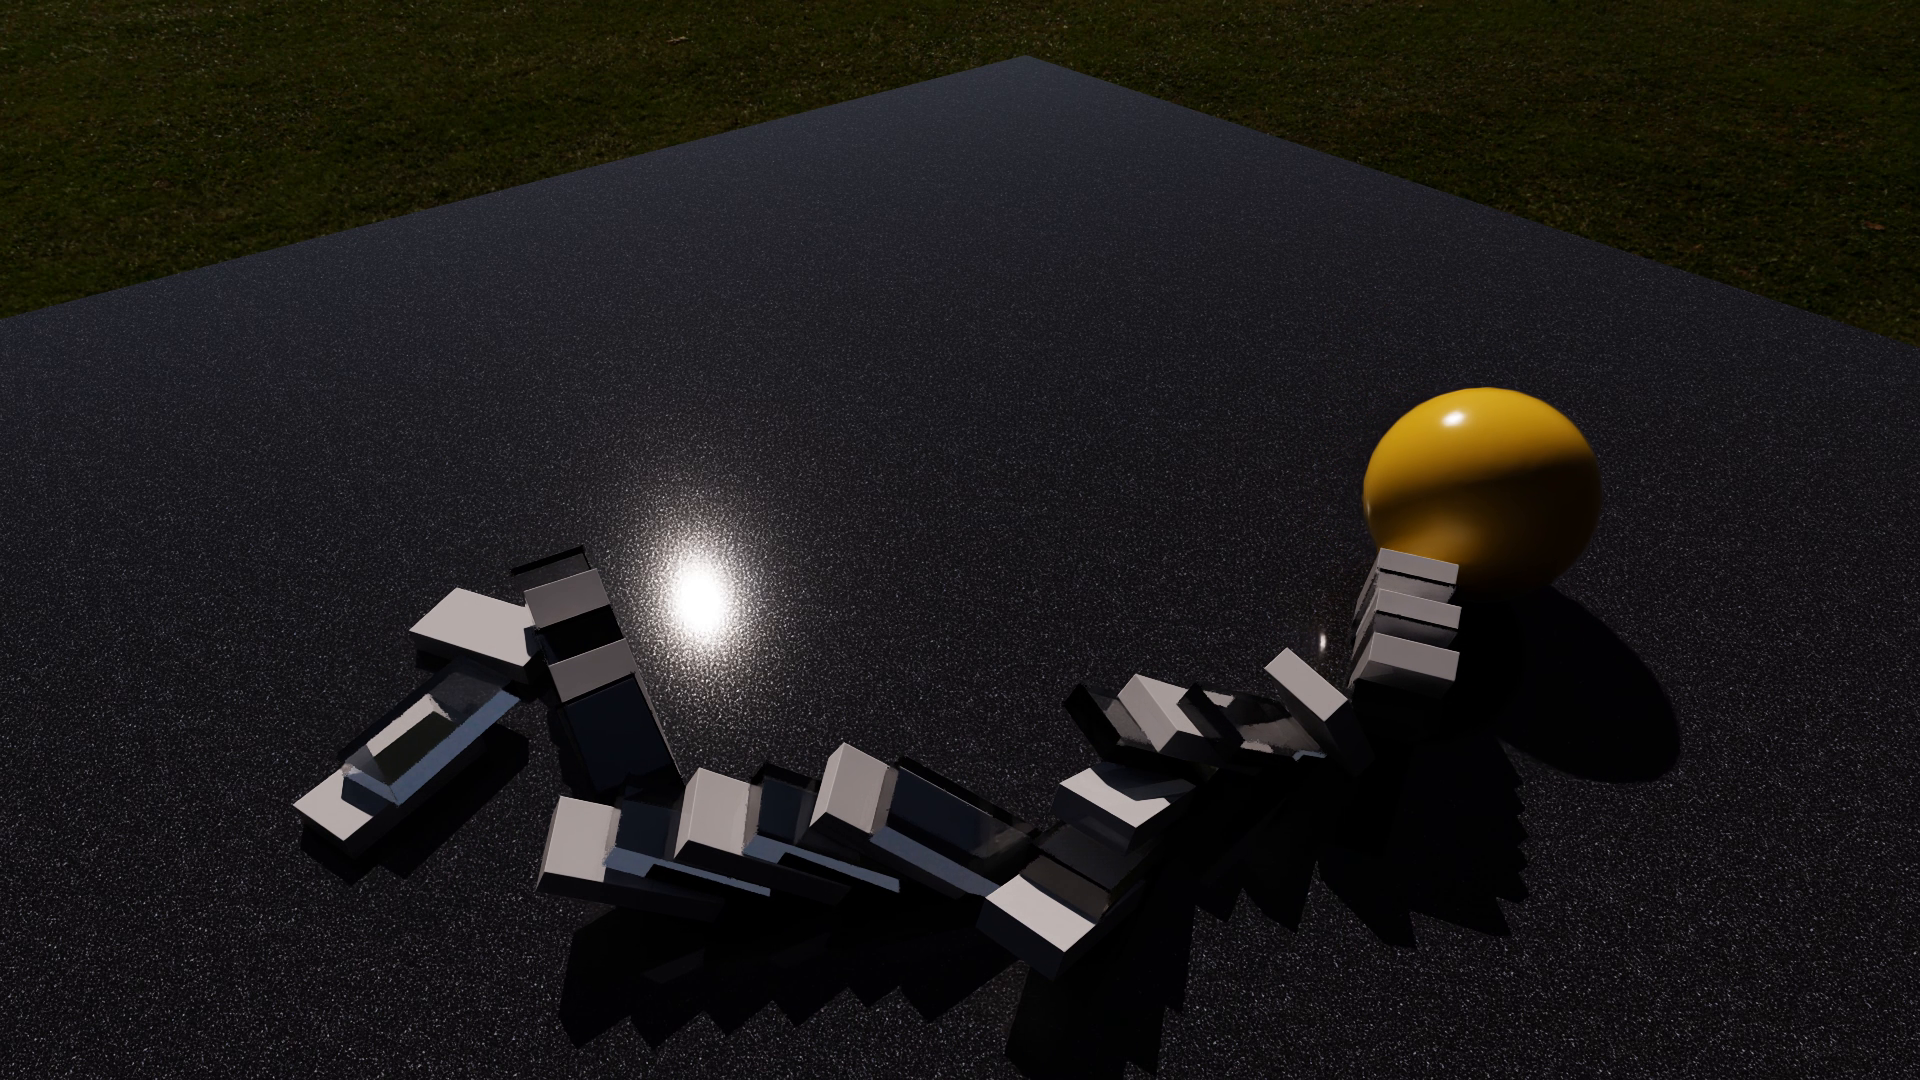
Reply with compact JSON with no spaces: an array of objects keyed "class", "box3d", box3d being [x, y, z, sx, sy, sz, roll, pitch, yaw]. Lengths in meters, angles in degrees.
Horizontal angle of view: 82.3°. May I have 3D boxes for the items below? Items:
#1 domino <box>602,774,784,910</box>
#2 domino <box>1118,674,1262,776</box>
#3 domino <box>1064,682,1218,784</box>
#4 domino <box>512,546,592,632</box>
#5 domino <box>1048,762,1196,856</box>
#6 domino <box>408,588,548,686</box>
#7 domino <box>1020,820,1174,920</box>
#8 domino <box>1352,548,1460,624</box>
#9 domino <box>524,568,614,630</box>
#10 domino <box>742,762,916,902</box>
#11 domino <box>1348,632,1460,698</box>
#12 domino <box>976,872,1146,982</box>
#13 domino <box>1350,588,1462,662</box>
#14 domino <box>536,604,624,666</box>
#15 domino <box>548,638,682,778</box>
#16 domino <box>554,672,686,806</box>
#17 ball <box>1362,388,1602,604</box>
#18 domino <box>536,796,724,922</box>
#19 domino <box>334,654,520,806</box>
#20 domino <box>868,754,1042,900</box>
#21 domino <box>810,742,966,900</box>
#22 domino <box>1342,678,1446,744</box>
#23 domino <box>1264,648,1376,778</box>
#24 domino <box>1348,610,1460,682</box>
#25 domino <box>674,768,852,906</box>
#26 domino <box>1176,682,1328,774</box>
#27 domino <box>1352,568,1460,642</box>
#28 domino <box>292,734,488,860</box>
[{"class":"domino","box3d":[-0.075,0.087,0.316,0.050,0.009,0.025,24,33,-23]},{"class":"domino","box3d":[0.075,0.059,0.349,0.050,0.010,0.025,20,24,-38]},{"class":"domino","box3d":[0.058,0.061,0.346,0.050,0.009,0.025,20,22,-38]},{"class":"domino","box3d":[-0.138,0.029,0.392,0.025,0.009,0.050,-21,70,-24]},{"class":"domino","box3d":[0.050,0.078,0.330,0.025,0.010,0.050,26,15,28]},{"class":"domino","box3d":[-0.171,0.035,0.401,0.050,0.010,0.025,14,41,16]},{"class":"domino","box3d":[0.040,0.089,0.316,0.025,0.010,0.050,25,17,26]},{"class":"domino","box3d":[0.156,0.020,0.389,0.025,0.050,0.009,14,69,16]},{"class":"domino","box3d":[-0.129,0.037,0.378,0.025,0.010,0.050,-19,74,-23]},{"class":"domino","box3d":[-0.037,0.085,0.320,0.050,0.010,0.025,25,34,-21]},{"class":"domino","box3d":[0.142,0.046,0.357,0.025,0.050,0.010,14,69,16]},{"class":"domino","box3d":[0.029,0.100,0.304,0.025,0.010,0.050,26,20,29]},{"class":"domino","box3d":[0.150,0.033,0.373,0.025,0.050,0.009,14,69,16]},{"class":"domino","box3d":[-0.119,0.049,0.364,0.025,0.009,0.050,-21,74,-23]},{"class":"domino","box3d":[-0.110,0.059,0.352,0.025,0.009,0.050,-20,74,-23]},{"class":"domino","box3d":[-0.103,0.069,0.339,0.025,0.010,0.050,-23,77,-24]},{"class":"ball","box3d":[0.192,-0.016,0.408,0.080,0.080,0.080,0,39,0]},{"class":"domino","box3d":[-0.092,0.091,0.315,0.050,0.010,0.025,18,35,-21]},{"class":"domino","box3d":[-0.171,0.060,0.355,0.025,0.010,0.050,19,43,21]},{"class":"domino","box3d":[0.000,0.086,0.318,0.050,0.010,0.025,32,38,-15]},{"class":"domino","box3d":[-0.018,0.082,0.322,0.050,0.009,0.025,31,37,-16]},{"class":"domino","box3d":[0.135,0.055,0.348,0.025,0.050,0.010,14,79,16]},{"class":"domino","box3d":[0.114,0.055,0.346,0.010,0.050,0.025,-43,48,-1]},{"class":"domino","box3d":[0.146,0.039,0.365,0.025,0.050,0.009,14,69,16]},{"class":"domino","box3d":[-0.056,0.086,0.318,0.050,0.009,0.025,24,33,-22]},{"class":"domino","box3d":[0.093,0.060,0.347,0.050,0.010,0.025,17,26,-43]},{"class":"domino","box3d":[0.153,0.026,0.381,0.025,0.050,0.010,14,69,16]},{"class":"domino","box3d":[-0.181,0.075,0.351,0.025,0.009,0.050,21,44,24]}]
